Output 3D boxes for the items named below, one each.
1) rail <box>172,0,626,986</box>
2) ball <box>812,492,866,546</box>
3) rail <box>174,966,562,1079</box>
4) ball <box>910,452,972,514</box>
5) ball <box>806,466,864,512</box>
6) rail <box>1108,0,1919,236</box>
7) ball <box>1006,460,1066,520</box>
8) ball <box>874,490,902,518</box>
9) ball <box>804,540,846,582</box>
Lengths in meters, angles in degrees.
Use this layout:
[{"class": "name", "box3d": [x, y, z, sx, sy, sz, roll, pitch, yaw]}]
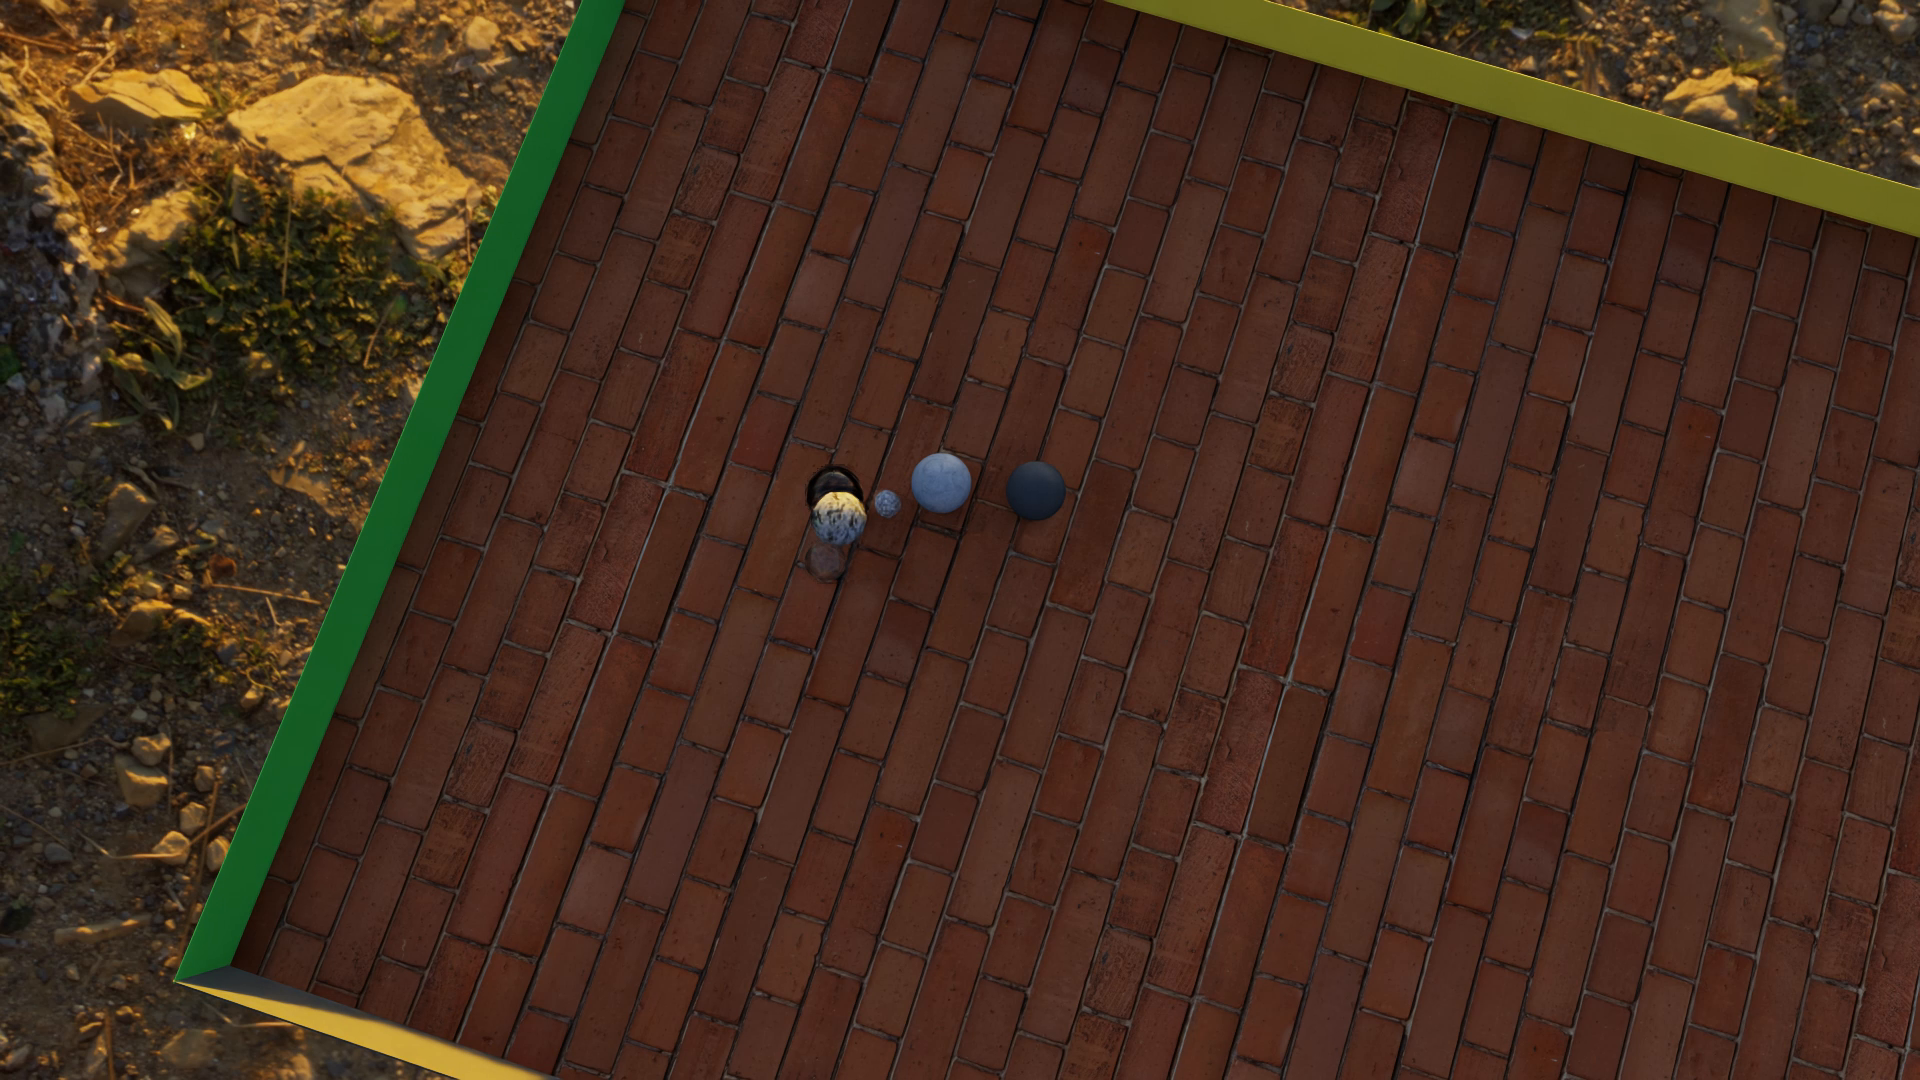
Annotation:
[{"class": "rail", "box3d": [-0.781, -0.252, 3.404, 0.045, 0.121, 1.965, 17, 75, 5]}, {"class": "ball", "box3d": [-0.181, -0.032, 3.298, 0.081, 0.081, 0.081, 0, 74, 0]}, {"class": "rail", "box3d": [0.506, 1.123, 3.015, 3.382, 0.121, 0.045, 17, 75, 5]}, {"class": "ball", "box3d": [-0.029, -0.087, 3.373, 0.093, 0.093, 0.093, 0, 74, 0]}, {"class": "ball", "box3d": [-0.192, -0.070, 3.372, 0.086, 0.086, 0.086, 0, 74, 0]}, {"class": "rail", "box3d": [1.101, -0.631, 3.512, 3.382, 0.121, 0.045, 17, 75, 5]}, {"class": "ball", "box3d": [0.116, -0.075, 3.371, 0.092, 0.092, 0.092, 0, 74, 0]}, {"class": "ball", "box3d": [-0.111, -0.055, 3.391, 0.042, 0.042, 0.042, 0, 74, 0]}, {"class": "ball", "box3d": [-0.205, 0.033, 3.355, 0.064, 0.064, 0.064, 0, 74, 0]}]
